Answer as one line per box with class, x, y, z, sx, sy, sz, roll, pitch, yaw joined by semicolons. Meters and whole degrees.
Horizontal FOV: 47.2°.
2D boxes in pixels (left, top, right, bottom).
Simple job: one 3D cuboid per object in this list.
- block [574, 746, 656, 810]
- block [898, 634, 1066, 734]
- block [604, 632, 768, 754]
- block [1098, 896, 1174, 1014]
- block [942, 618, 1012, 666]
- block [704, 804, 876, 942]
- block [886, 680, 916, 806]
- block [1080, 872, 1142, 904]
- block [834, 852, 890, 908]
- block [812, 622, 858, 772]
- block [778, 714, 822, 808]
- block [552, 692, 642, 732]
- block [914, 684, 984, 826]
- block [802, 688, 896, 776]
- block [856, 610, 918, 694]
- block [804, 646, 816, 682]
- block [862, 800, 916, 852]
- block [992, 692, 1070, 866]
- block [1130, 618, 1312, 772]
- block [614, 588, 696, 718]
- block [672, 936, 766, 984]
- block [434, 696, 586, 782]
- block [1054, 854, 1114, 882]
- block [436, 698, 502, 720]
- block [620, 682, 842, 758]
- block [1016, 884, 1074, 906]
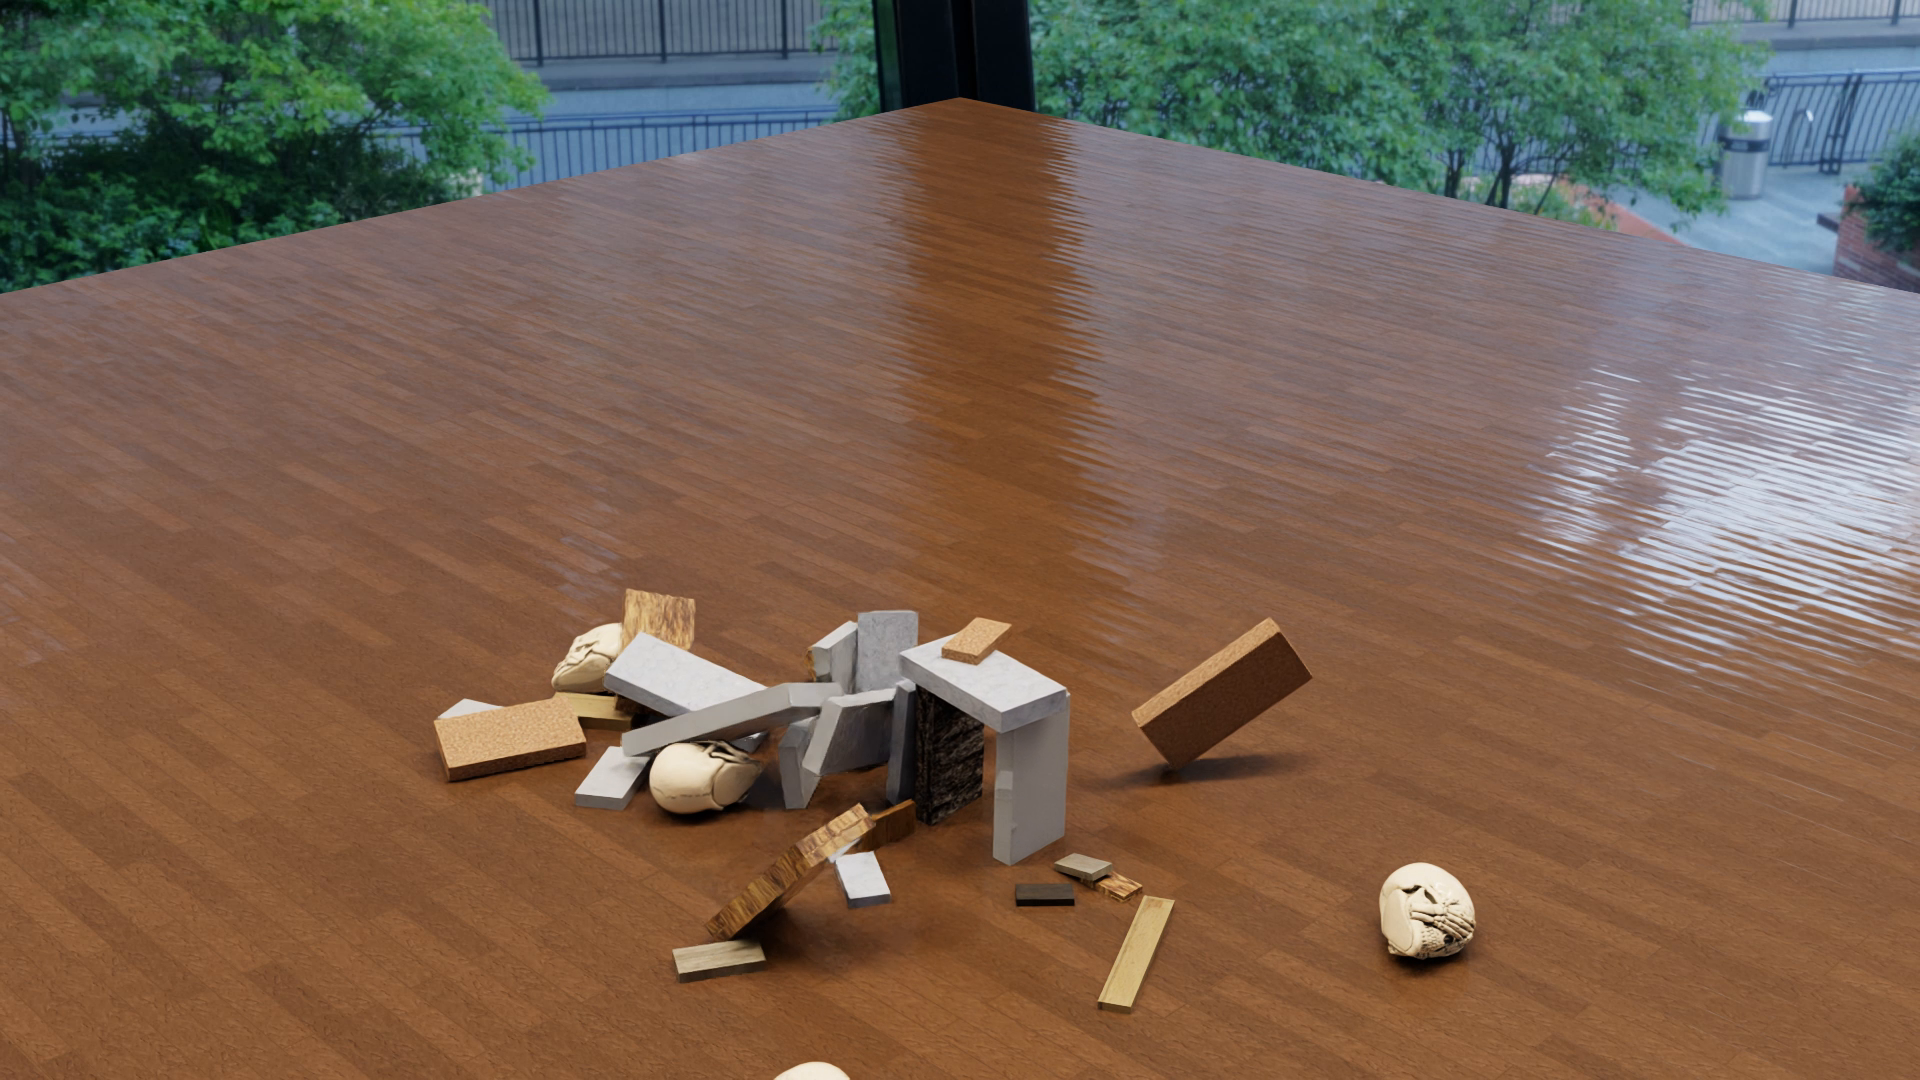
block;-0.713;0.493;4.561;0.102;0.029;0.204;5;23;11
block;0.041;0.271;4.242;0.160;0.045;0.320;-17;28;-35
block;-0.573;0.328;4.764;0.360;0.045;0.158;23;38;10
block;0.321;0.747;3.979;0.059;0.017;0.357;7;24;16
block;0.034;0.199;4.327;0.078;0.022;0.157;11;25;25
block;-0.308;0.605;3.960;0.174;0.347;0.049;-28;77;-47
block;-0.074;0.397;4.462;0.140;0.281;0.040;-18;37;-36
block;0.289;0.656;4.195;0.109;0.015;0.054;21;31;40
block;-0.188;0.649;4.202;0.078;0.022;0.157;-6;24;-13
block;-0.241;0.328;4.624;0.040;0.281;0.140;7;23;29
block;-0.314;0.427;4.570;0.040;0.140;0.281;-1;22;12
block;-0.806;0.378;4.832;0.204;0.029;0.102;4;23;9
block;-0.019;0.398;4.413;0.045;0.319;0.160;20;30;35
block;-0.141;0.376;4.477;0.041;0.145;0.518;26;13;26
block;-0.156;0.297;4.647;0.041;0.291;0.145;3;2;40
block;-0.227;0.329;4.880;0.158;0.045;0.316;7;19;-22
block;-0.141;0.565;4.347;0.128;0.064;0.018;-19;28;-38
block;0.139;0.458;4.270;0.045;0.320;0.160;22;32;39
block;0.544;0.322;4.559;0.347;0.174;0.049;-35;40;6
block;-0.677;0.253;4.898;0.158;0.045;0.316;10;45;-14
block;-0.432;0.755;3.953;0.157;0.022;0.078;-6;24;-14
block;-0.954;0.420;4.664;0.291;0.041;0.145;-10;43;-22
block;0.237;0.628;4.227;0.054;0.015;0.109;-20;16;-36
block;-1.023;0.398;4.785;0.204;0.029;0.102;10;25;22
block;-0.467;0.369;4.491;0.446;0.049;0.174;-19;-14;31
block;0.160;0.671;4.159;0.109;0.015;0.054;-1;23;-1
